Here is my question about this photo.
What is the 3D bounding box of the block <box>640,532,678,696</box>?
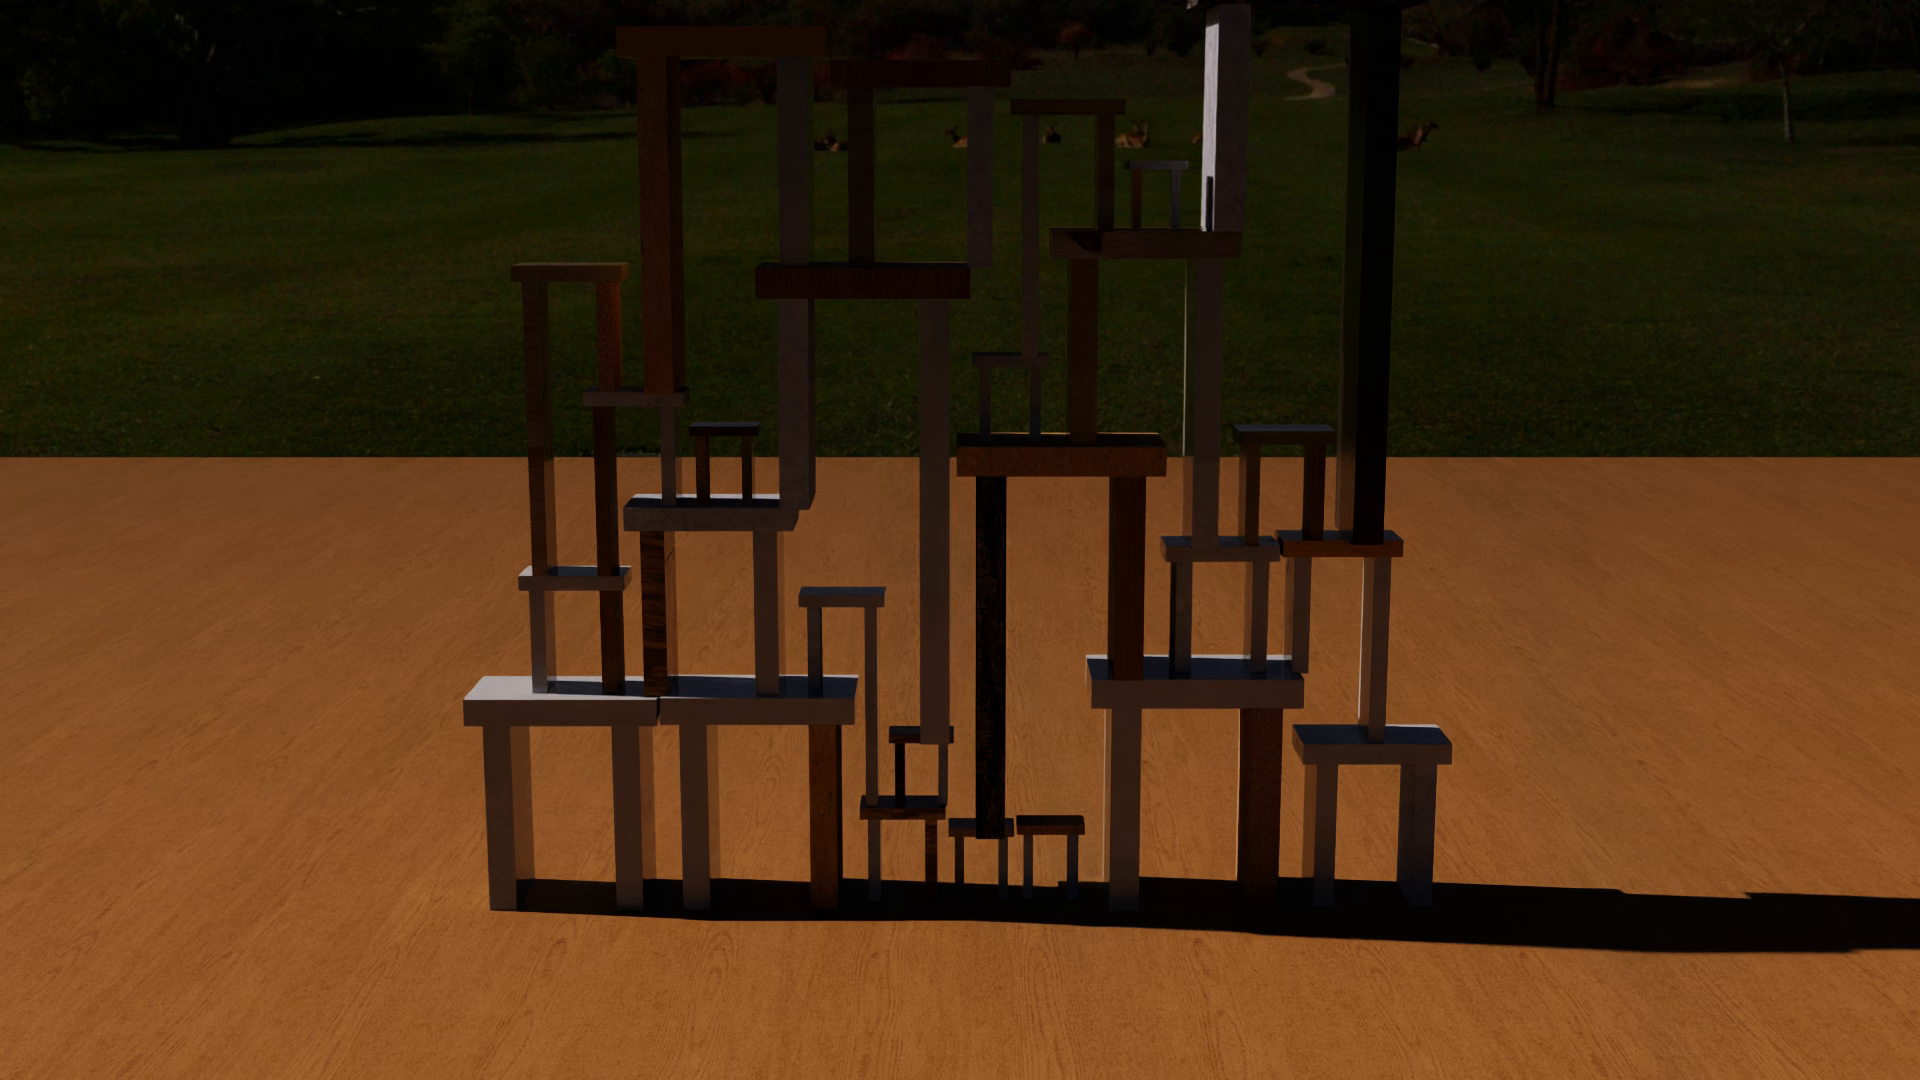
[{"bbox_3d":[-0.490,0.107,3.583,0.038,0.269,0.135,0,11,0],"label":"block"}]

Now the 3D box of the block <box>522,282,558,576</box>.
[{"bbox_3d":[-0.674,-0.181,3.527,0.025,0.471,0.087,0,11,0],"label":"block"}]

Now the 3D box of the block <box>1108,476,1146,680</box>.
[{"bbox_3d":[0.269,0.047,3.564,0.047,0.329,0.165,0,11,0],"label":"block"}]

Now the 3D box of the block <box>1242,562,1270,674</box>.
[{"bbox_3d":[0.482,0.117,3.584,0.026,0.184,0.092,0,11,0],"label":"block"}]

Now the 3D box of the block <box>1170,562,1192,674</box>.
[{"bbox_3d":[0.360,0.117,3.584,0.026,0.184,0.092,0,11,0],"label":"block"}]

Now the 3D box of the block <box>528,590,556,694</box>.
[{"bbox_3d":[-0.681,0.157,3.592,0.024,0.170,0.085,0,11,0],"label":"block"}]

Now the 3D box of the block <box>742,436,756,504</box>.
[{"bbox_3d":[-0.340,-0.116,3.536,0.016,0.110,0.055,0,11,0],"label":"block"}]

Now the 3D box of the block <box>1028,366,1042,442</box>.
[{"bbox_3d":[0.120,-0.221,3.522,0.017,0.120,0.060,0,11,0],"label":"block"}]

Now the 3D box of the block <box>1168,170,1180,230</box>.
[{"bbox_3d":[0.337,-0.535,3.457,0.013,0.094,0.047,0,11,0],"label":"block"}]

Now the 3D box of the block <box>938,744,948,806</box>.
[{"bbox_3d":[-0.028,0.380,3.632,0.015,0.106,0.053,0,11,0],"label":"block"}]

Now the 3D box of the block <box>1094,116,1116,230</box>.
[{"bbox_3d":[0.226,-0.576,3.450,0.025,0.176,0.088,0,11,-1],"label":"block"}]

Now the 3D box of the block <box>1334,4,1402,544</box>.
[{"bbox_3d":[0.645,-0.417,3.487,0.048,0.832,0.171,0,10,0],"label":"block"}]

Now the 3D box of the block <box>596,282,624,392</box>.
[{"bbox_3d":[-0.558,-0.327,3.500,0.025,0.174,0.087,0,11,0],"label":"block"}]

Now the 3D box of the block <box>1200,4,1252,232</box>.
[{"bbox_3d":[0.415,-0.659,3.443,0.048,0.341,0.171,0,11,-1],"label":"block"}]

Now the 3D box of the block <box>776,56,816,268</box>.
[{"bbox_3d":[-0.256,-0.593,3.454,0.045,0.319,0.160,0,11,0],"label":"block"}]

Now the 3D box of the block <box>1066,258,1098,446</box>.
[{"bbox_3d":[0.193,-0.305,3.503,0.041,0.293,0.146,0,11,0],"label":"block"}]

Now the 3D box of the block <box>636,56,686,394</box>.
[{"bbox_3d":[-0.470,-0.496,3.471,0.045,0.517,0.160,0,11,0],"label":"block"}]

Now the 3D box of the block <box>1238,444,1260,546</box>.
[{"bbox_3d":[0.466,-0.078,3.544,0.022,0.163,0.077,0,11,-1],"label":"block"}]

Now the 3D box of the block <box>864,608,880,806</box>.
[{"bbox_3d":[-0.144,0.267,3.613,0.020,0.335,0.069,0,11,0],"label":"block"}]

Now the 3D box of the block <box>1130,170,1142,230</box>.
[{"bbox_3d":[0.276,-0.535,3.455,0.013,0.094,0.047,0,11,-1],"label":"block"}]

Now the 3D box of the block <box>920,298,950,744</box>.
[{"bbox_3d":[-0.040,-0.038,3.551,0.047,0.714,0.166,0,11,0],"label":"block"}]

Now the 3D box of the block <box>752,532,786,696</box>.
[{"bbox_3d":[-0.310,0.106,3.583,0.038,0.269,0.135,0,11,0],"label":"block"}]

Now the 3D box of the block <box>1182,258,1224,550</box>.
[{"bbox_3d":[0.387,-0.224,3.521,0.041,0.459,0.146,0,11,-1],"label":"block"}]

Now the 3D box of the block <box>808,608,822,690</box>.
[{"bbox_3d":[-0.237,0.170,3.596,0.020,0.139,0.069,0,11,0],"label":"block"}]

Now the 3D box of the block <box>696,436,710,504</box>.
[{"bbox_3d":[-0.413,-0.116,3.536,0.016,0.110,0.055,0,11,0],"label":"block"}]

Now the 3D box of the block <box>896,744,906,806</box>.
[{"bbox_3d":[-0.099,0.380,3.632,0.015,0.106,0.053,0,11,0],"label":"block"}]

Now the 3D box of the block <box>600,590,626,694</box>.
[{"bbox_3d":[-0.568,0.157,3.592,0.024,0.170,0.085,0,11,0],"label":"block"}]

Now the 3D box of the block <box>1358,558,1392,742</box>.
[{"bbox_3d":[0.677,0.169,3.595,0.027,0.305,0.096,0,10,0],"label":"block"}]

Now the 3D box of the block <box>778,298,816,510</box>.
[{"bbox_3d":[-0.260,-0.226,3.517,0.047,0.332,0.166,0,11,0],"label":"block"}]

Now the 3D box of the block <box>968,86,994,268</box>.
[{"bbox_3d":[0.032,-0.571,3.454,0.039,0.275,0.138,0,11,0],"label":"block"}]

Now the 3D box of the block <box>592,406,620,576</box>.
[{"bbox_3d":[-0.569,-0.084,3.540,0.023,0.274,0.080,0,11,0],"label":"block"}]

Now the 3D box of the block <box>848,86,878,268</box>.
[{"bbox_3d":[-0.152,-0.571,3.454,0.039,0.275,0.138,0,11,0],"label":"block"}]

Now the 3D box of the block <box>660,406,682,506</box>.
[{"bbox_3d":[-0.463,-0.140,3.530,0.023,0.159,0.080,0,11,0],"label":"block"}]

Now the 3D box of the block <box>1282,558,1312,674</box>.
[{"bbox_3d":[0.550,0.113,3.585,0.027,0.192,0.096,0,10,0],"label":"block"}]

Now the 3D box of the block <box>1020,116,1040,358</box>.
[{"bbox_3d":[0.110,-0.479,3.469,0.025,0.374,0.088,0,11,0],"label":"block"}]

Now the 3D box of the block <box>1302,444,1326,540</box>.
[{"bbox_3d":[0.570,-0.083,3.545,0.022,0.154,0.077,0,10,0],"label":"block"}]

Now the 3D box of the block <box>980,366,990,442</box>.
[{"bbox_3d":[0.040,-0.221,3.522,0.017,0.120,0.060,0,11,0],"label":"block"}]

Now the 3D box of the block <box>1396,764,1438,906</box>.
[{"bbox_3d":[0.757,0.471,3.647,0.034,0.241,0.121,0,11,0],"label":"block"}]

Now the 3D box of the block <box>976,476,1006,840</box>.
[{"bbox_3d":[0.050,0.177,3.588,0.047,0.594,0.165,0,11,0],"label":"block"}]
